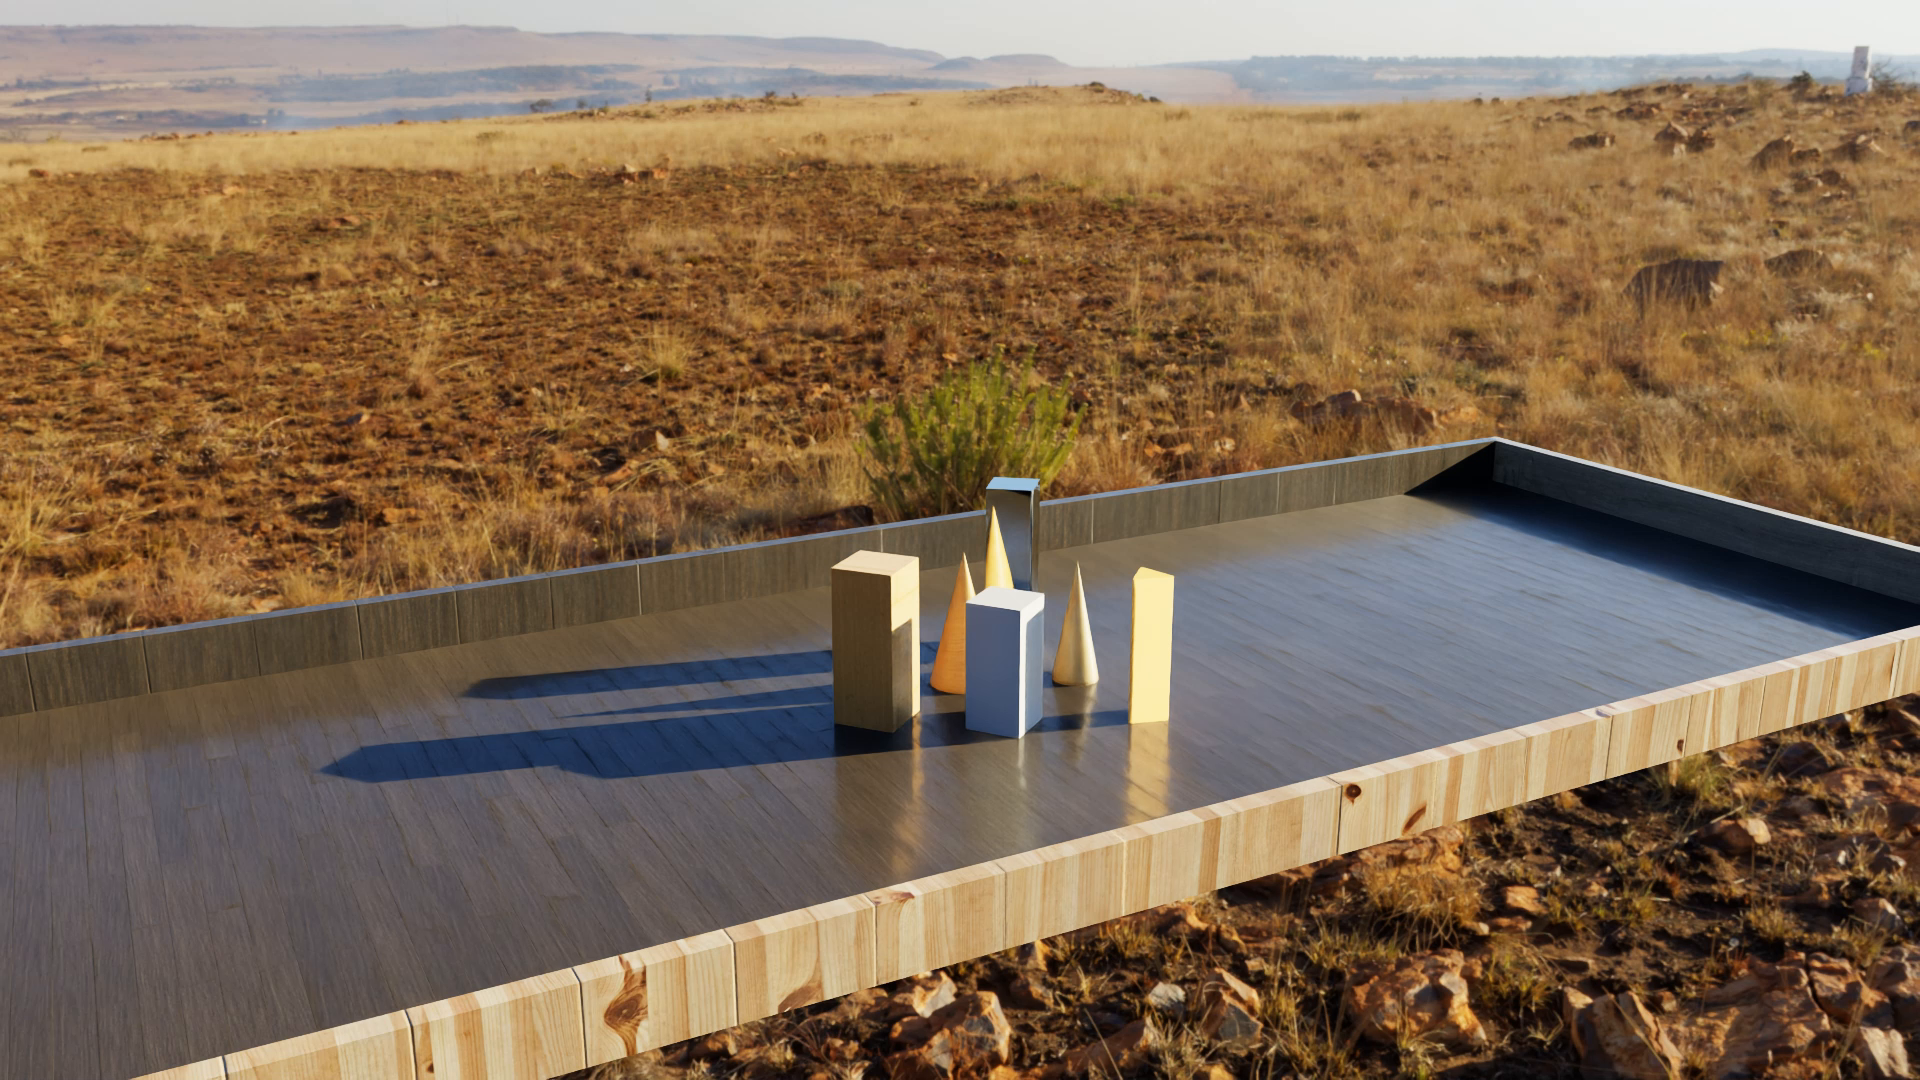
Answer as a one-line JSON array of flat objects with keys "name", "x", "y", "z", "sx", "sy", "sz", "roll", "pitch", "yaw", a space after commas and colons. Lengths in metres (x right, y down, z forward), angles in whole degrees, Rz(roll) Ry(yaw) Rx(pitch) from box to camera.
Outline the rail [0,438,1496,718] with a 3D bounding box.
[{"name": "rail", "x": -3.305, "y": 0.497, "z": 3.399, "sx": 12.000, "sy": 0.150, "sz": 0.050, "roll": -9, "pitch": 18, "yaw": -27}]

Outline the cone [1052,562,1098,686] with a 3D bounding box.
[{"name": "cone", "x": 0.291, "y": 0.199, "z": 4.129, "sx": 0.120, "sy": 0.310, "sz": 0.120, "roll": 0, "pitch": 16, "yaw": 0}]

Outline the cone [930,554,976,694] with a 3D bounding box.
[{"name": "cone", "x": 0.010, "y": 0.192, "z": 4.097, "sx": 0.172, "sy": 0.341, "sz": 0.172, "roll": 0, "pitch": 16, "yaw": 0}]

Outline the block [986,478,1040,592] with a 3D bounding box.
[{"name": "block", "x": 0.138, "y": 0.068, "z": 4.335, "sx": 0.122, "sy": 0.445, "sz": 0.122, "roll": 3, "pitch": 17, "yaw": 10}]

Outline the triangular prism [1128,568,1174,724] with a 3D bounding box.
[{"name": "triangular prism", "x": 0.436, "y": 0.246, "z": 3.885, "sx": 0.098, "sy": 0.356, "sz": 0.085, "roll": -4, "pitch": 17, "yaw": -12}]

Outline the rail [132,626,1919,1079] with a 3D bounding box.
[{"name": "rail", "x": -2.336, "y": 1.006, "z": 1.665, "sx": 12.000, "sy": 0.150, "sz": 0.050, "roll": -9, "pitch": 18, "yaw": -27}]

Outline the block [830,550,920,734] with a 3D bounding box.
[{"name": "block", "x": -0.196, "y": 0.236, "z": 3.871, "sx": 0.152, "sy": 0.384, "sz": 0.152, "roll": 7, "pitch": 18, "yaw": 22}]

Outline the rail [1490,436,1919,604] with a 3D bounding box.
[{"name": "rail", "x": 2.466, "y": -0.048, "z": 5.253, "sx": 0.050, "sy": 0.150, "sz": 2.100, "roll": -9, "pitch": 18, "yaw": -27}]

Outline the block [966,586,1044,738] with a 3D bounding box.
[{"name": "block", "x": 0.104, "y": 0.283, "z": 3.841, "sx": 0.137, "sy": 0.311, "sz": 0.137, "roll": 8, "pitch": 18, "yaw": 25}]
